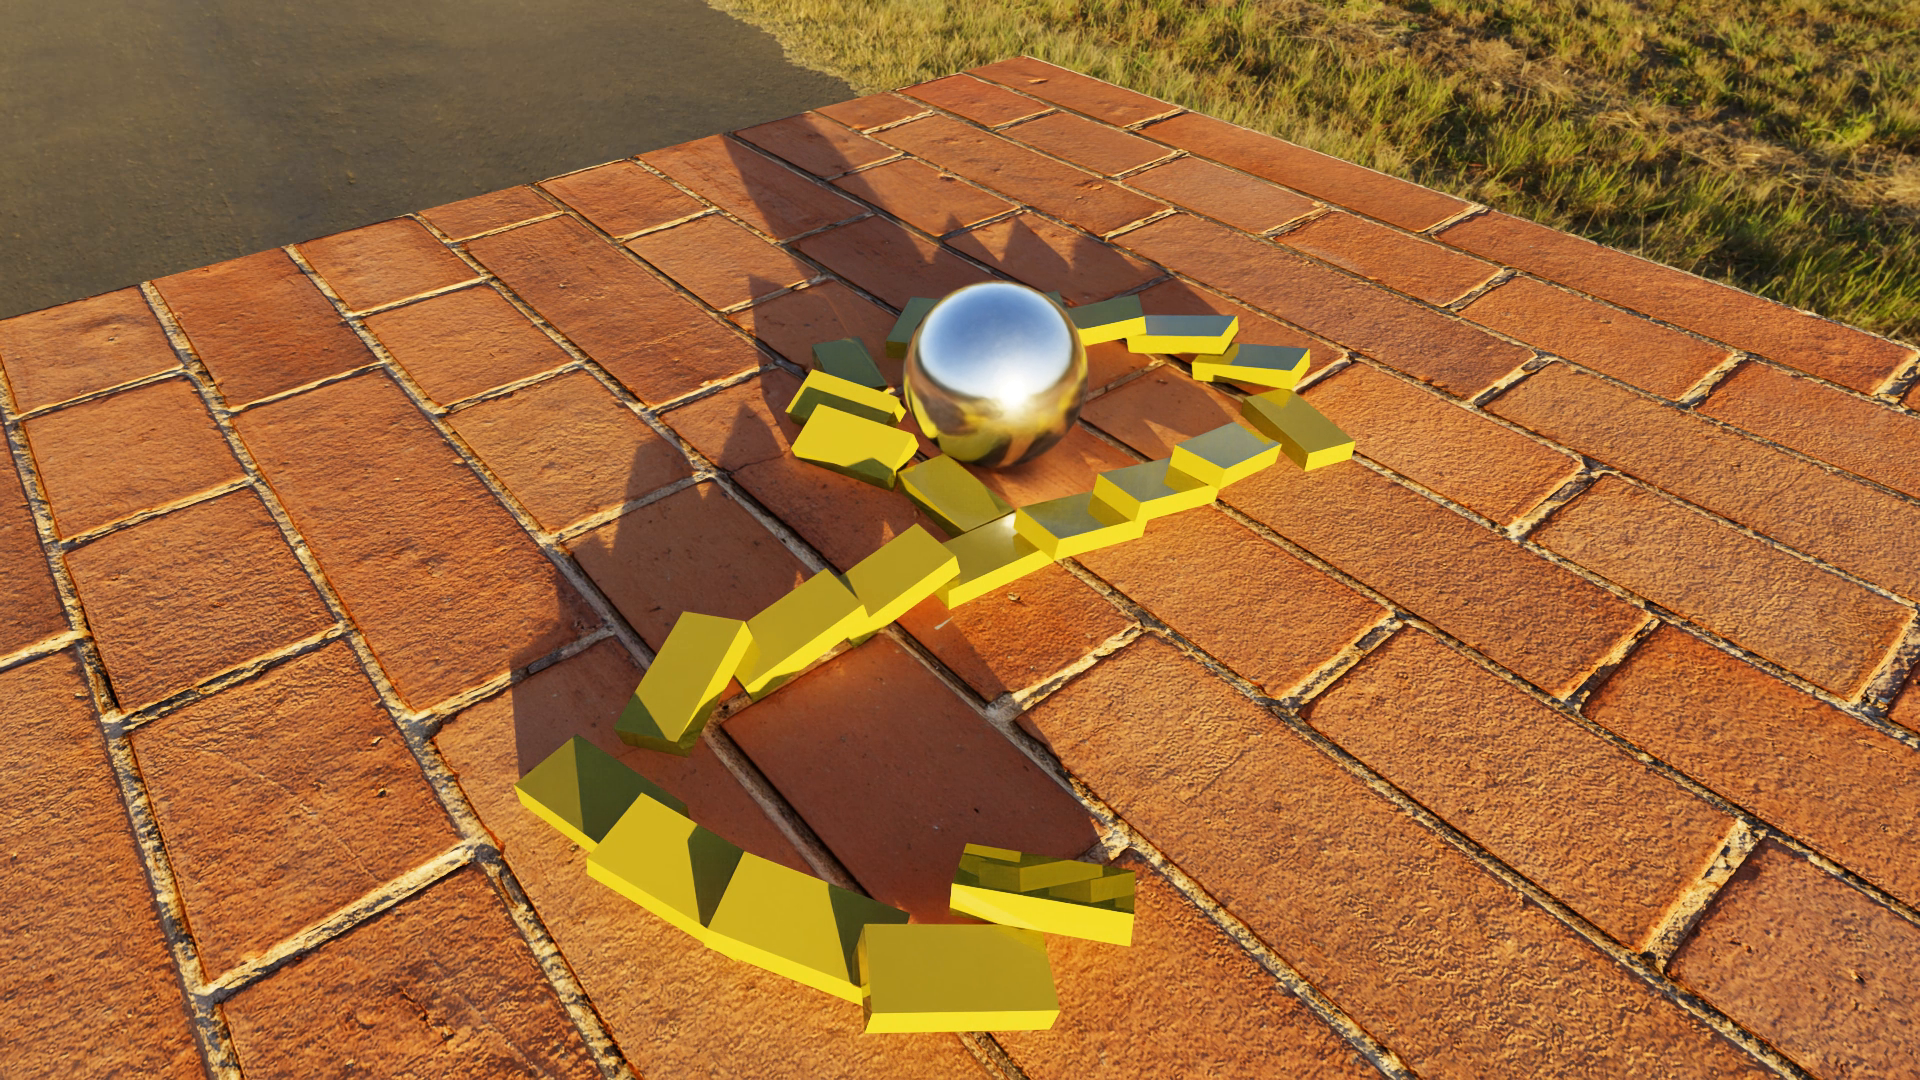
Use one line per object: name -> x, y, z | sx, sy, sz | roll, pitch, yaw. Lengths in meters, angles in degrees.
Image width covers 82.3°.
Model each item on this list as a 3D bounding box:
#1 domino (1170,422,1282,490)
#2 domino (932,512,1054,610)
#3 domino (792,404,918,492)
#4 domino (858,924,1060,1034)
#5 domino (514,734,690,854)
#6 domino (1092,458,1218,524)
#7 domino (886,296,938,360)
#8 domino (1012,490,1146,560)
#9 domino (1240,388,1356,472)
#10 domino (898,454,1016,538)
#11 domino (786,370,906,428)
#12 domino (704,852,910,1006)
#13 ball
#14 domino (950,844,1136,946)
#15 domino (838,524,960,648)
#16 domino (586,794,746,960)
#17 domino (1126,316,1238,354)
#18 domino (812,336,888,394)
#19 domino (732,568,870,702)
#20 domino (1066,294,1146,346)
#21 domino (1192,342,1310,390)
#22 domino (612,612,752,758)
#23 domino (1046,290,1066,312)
domino -> 0.116, -0.037, 0.480 | 0.025, 0.009, 0.050 | 32, 36, 32
domino -> 0.010, 0.007, 0.434 | 0.050, 0.010, 0.025 | -23, 45, -26
domino -> -0.047, -0.041, 0.486 | 0.050, 0.009, 0.025 | 20, 69, 22
domino -> -0.001, 0.116, 0.292 | 0.050, 0.010, 0.025 | 6, 38, -15
domino -> -0.111, 0.082, 0.343 | 0.050, 0.009, 0.025 | 23, 45, 26
domino -> 0.083, -0.022, 0.461 | 0.050, 0.010, 0.025 | -14, 40, -37
domino -> -0.020, -0.111, 0.579 | 0.025, 0.009, 0.050 | 9, 40, 10
domino -> 0.049, -0.007, 0.443 | 0.050, 0.010, 0.025 | -13, 39, -37
domino -> 0.155, -0.052, 0.507 | 0.025, 0.010, 0.050 | -15, 42, -17
domino -> -0.002, -0.017, 0.464 | 0.025, 0.010, 0.050 | -24, 45, -27
domino -> -0.053, -0.060, 0.508 | 0.050, 0.009, 0.025 | 21, 70, 23
domino -> -0.042, 0.107, 0.303 | 0.050, 0.010, 0.025 | 20, 41, 2
ball -> 0.015, -0.071, 0.474 | 0.080, 0.080, 0.080 | 0, 39, 0
domino -> 0.024, 0.100, 0.313 | 0.050, 0.009, 0.025 | 7, 12, 8
domino -> -0.028, 0.017, 0.414 | 0.050, 0.010, 0.025 | -35, 50, -18
domino -> -0.079, 0.096, 0.317 | 0.050, 0.010, 0.025 | 26, 44, 10
domino -> 0.114, -0.105, 0.563 | 0.050, 0.010, 0.025 | 7, 38, 31
domino -> -0.055, -0.083, 0.545 | 0.025, 0.010, 0.050 | -13, 41, -15
domino -> -0.060, 0.033, 0.394 | 0.050, 0.009, 0.025 | -35, 50, -18
domino -> 0.070, -0.113, 0.572 | 0.050, 0.009, 0.025 | -10, 38, 9
domino -> 0.143, -0.086, 0.541 | 0.050, 0.009, 0.025 | 12, 39, 33
domino -> -0.094, 0.048, 0.375 | 0.025, 0.010, 0.050 | 7, 50, 20
domino -> 0.030, -0.114, 0.573 | 0.050, 0.010, 0.025 | -14, 38, 4
